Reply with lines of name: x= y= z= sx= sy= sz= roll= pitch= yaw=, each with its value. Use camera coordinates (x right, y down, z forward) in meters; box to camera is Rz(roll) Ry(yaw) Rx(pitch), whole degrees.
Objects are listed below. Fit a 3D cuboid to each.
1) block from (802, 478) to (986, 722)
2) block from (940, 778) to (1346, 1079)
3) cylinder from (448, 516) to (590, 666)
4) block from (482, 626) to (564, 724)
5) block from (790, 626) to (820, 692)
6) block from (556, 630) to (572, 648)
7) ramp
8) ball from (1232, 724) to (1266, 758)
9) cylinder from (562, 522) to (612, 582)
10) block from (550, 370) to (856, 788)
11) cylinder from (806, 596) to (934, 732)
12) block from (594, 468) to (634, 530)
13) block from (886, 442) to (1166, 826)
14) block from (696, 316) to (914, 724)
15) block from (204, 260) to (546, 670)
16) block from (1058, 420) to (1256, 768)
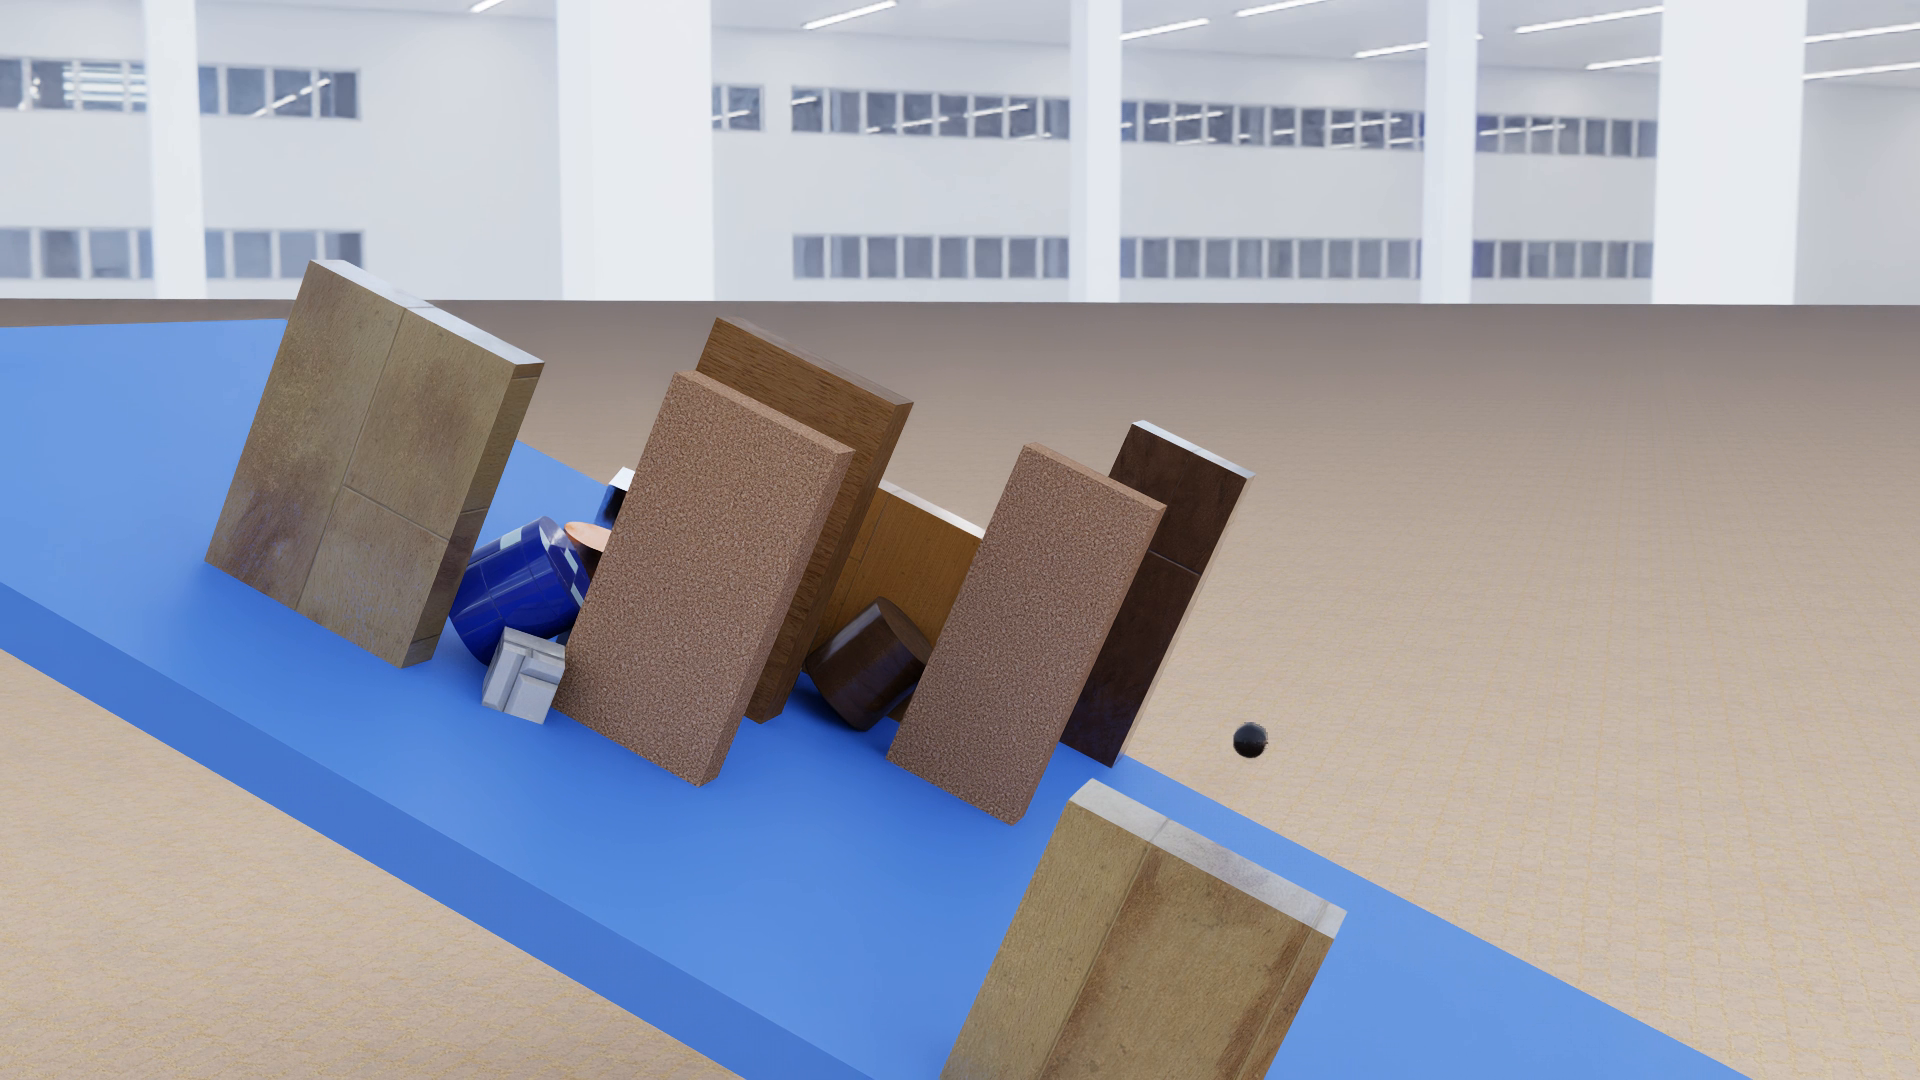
block: x=-0.158 y=0.120 z=4.614 sx=0.424 sy=0.432 sz=0.087 roll=27 pitch=14 yaw=13
block: x=0.260 y=0.655 z=3.161 sx=0.411 sy=0.468 sz=0.140 roll=27 pitch=14 yaw=13
cylinder: x=-0.793 y=0.092 z=3.949 sx=0.204 sy=0.204 sz=0.204 roll=-25 pitch=5 yaw=6
block: x=-0.761 y=0.235 z=3.832 sx=0.110 sy=0.110 sz=0.110 roll=20 pitch=14 yaw=-16
block: x=-0.403 y=0.194 z=4.513 sx=0.154 sy=0.154 sz=0.154 roll=18 pitch=14 yaw=-24
block: x=-0.676 y=0.217 z=4.035 sx=0.117 sy=0.117 sz=0.117 roll=18 pitch=14 yaw=-23
ramp: x=-0.277 y=0.477 z=4.178 sx=4.000 sy=0.100 sz=2.000 roll=27 pitch=14 yaw=13
ball: x=1.111 y=0.772 z=8.434 sx=0.130 sy=0.130 sz=0.130 roll=0 pitch=7 yaw=0
cylinder: x=-0.744 y=0.070 z=4.404 sx=0.158 sy=0.158 sz=0.158 roll=22 pitch=13 yaw=-6
block: x=-0.459 y=0.068 z=3.832 sx=0.326 sy=0.646 sz=0.083 roll=27 pitch=14 yaw=13
cylinder: x=-0.176 y=0.250 z=4.450 sx=0.195 sy=0.195 sz=0.195 roll=-40 pitch=0 yaw=11
block: x=-0.705 y=-0.031 z=4.829 sx=0.174 sy=0.174 sz=0.174 roll=23 pitch=13 yaw=-4
block: x=0.125 y=0.184 z=4.284 sx=0.287 sy=0.689 sz=0.088 roll=27 pitch=14 yaw=13
block: x=-0.408 y=-0.040 z=4.262 sx=0.394 sy=0.681 sz=0.108 roll=27 pitch=14 yaw=13
block: x=-1.019 y=-0.133 z=3.809 sx=0.424 sy=0.576 sz=0.102 roll=27 pitch=14 yaw=13
block: x=0.373 y=0.121 z=4.893 sx=0.279 sy=0.718 sz=0.114 roll=27 pitch=14 yaw=13
